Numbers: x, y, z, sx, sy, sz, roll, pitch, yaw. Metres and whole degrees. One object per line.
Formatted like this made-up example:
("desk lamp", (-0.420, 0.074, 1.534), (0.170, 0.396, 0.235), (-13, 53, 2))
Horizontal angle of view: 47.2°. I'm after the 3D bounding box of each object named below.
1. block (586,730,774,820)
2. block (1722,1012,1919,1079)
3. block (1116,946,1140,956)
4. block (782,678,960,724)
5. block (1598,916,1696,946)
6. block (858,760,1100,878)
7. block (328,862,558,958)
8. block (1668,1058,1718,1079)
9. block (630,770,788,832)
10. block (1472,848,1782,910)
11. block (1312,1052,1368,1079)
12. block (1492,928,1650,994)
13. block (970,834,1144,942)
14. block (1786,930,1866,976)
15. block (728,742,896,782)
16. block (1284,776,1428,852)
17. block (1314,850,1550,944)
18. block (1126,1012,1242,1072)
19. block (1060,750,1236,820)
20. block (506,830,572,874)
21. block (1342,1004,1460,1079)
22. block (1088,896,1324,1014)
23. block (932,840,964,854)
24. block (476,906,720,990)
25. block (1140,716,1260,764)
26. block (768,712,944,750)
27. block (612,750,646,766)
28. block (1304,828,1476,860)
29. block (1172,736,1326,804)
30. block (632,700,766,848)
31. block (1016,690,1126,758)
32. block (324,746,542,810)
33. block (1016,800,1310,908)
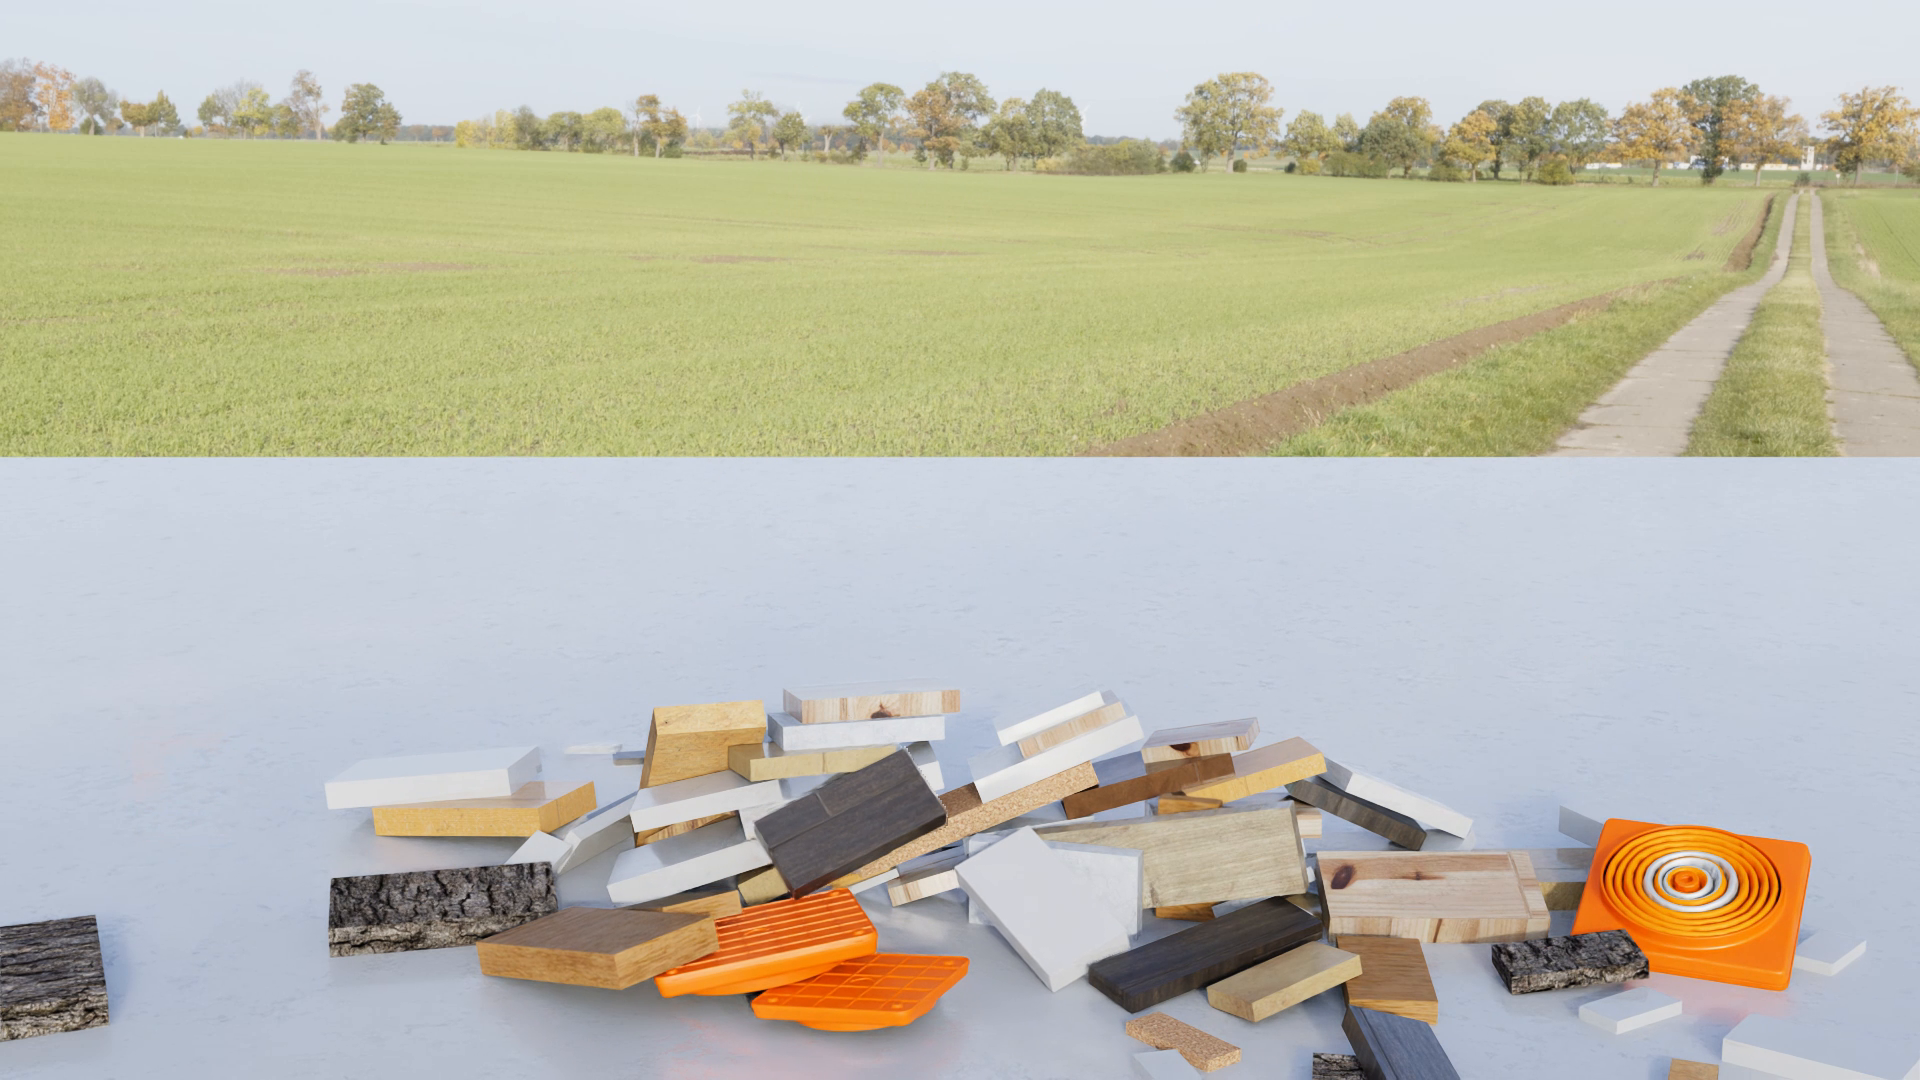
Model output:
("block", (-0.533, 0.468, 4.270), (0.070, 0.020, 0.722), (5, 11, 24))
("block", (1.168, 0.701, 2.981), (0.230, 0.033, 0.115), (8, 13, 37))
("block", (0.262, 0.643, 3.336), (0.126, 0.018, 0.063), (-8, 13, -36))
("block", (-0.149, 0.269, 3.693), (0.271, 0.038, 0.135), (-3, 6, -18))
("block", (1.083, 0.617, 3.472), (0.138, 0.020, 0.069), (1, 11, 7))
("block", (0.023, 0.446, 3.670), (0.419, 0.041, 0.143), (-22, 10, 1))
("block", (-0.821, 0.585, 3.498), (0.348, 0.049, 0.174), (-3, 19, -14))
("block", (0.969, 0.722, 2.912), (0.060, 0.017, 0.121), (4, 11, 22))
("block", (-0.412, 0.419, 3.620), (0.247, 0.035, 0.123), (-13, 11, 2))
("block", (1.076, 0.565, 3.673), (0.530, 0.048, 0.171), (0, 11, -2))
("block", (0.499, 0.735, 2.812), (0.100, 0.028, 0.310), (2, 11, 10))
("block", (0.910, 0.629, 3.285), (0.205, 0.029, 0.103), (-7, 17, -1))
("block", (0.152, 0.552, 3.499), (0.275, 0.138, 0.039), (3, 11, 17))
("block", (1.332, 0.634, 3.380), (0.069, 0.020, 0.138), (9, 14, 41))
("block", (-0.243, 0.355, 3.602), (0.247, 0.035, 0.123), (-3, 6, -22))
("block", (0.660, 0.447, 3.711), (0.239, 0.034, 0.120), (24, 8, -7))
("block", (0.749, 0.569, 3.508), (0.342, 0.048, 0.171), (0, 29, 1))
("block", (0.309, 0.696, 3.051), (0.063, 0.018, 0.165), (-8, 13, -37))
("block", (0.306, 0.393, 3.684), (0.286, 0.041, 0.143), (-15, 10, -1))
("block", (-0.717, 0.546, 3.675), (0.070, 0.020, 0.139), (21, 38, 17))
("block", (0.590, 0.695, 2.891), (0.115, 0.033, 0.260), (14, 13, -7))
("block", (0.372, 0.618, 3.299), (0.369, 0.029, 0.103), (-14, 23, -31))
("block", (0.046, 0.533, 3.897), (0.198, 0.028, 0.099), (-4, 11, -18))
("block", (-0.539, 0.600, 3.250), (0.357, 0.051, 0.179), (-7, 6, 46))
("block", (0.402, 0.335, 3.678), (0.182, 0.026, 0.091), (-10, 11, 23))
("block", (-0.174, 0.310, 3.666), (0.271, 0.038, 0.135), (-3, 6, -16))
("block", (-0.649, 0.440, 4.439), (0.102, 0.014, 0.051), (-2, 11, -11))
("block", (0.726, 0.527, 3.759), (0.288, 0.028, 0.099), (-6, 12, 30))
("block", (0.477, 0.391, 3.670), (0.239, 0.034, 0.120), (-16, 10, -8))
("block", (-0.449, 0.406, 3.751), (0.179, 0.051, 0.430), (-3, -32, -16))
("block", (0.179, 0.305, 3.653), (0.182, 0.026, 0.091), (-23, 10, -3))
("block", (-0.967, 0.436, 4.051), (0.348, 0.049, 0.174), (-5, 8, 9))
("block", (0.313, 0.508, 3.481), (0.457, 0.138, 0.039), (-9, 7, 20))
